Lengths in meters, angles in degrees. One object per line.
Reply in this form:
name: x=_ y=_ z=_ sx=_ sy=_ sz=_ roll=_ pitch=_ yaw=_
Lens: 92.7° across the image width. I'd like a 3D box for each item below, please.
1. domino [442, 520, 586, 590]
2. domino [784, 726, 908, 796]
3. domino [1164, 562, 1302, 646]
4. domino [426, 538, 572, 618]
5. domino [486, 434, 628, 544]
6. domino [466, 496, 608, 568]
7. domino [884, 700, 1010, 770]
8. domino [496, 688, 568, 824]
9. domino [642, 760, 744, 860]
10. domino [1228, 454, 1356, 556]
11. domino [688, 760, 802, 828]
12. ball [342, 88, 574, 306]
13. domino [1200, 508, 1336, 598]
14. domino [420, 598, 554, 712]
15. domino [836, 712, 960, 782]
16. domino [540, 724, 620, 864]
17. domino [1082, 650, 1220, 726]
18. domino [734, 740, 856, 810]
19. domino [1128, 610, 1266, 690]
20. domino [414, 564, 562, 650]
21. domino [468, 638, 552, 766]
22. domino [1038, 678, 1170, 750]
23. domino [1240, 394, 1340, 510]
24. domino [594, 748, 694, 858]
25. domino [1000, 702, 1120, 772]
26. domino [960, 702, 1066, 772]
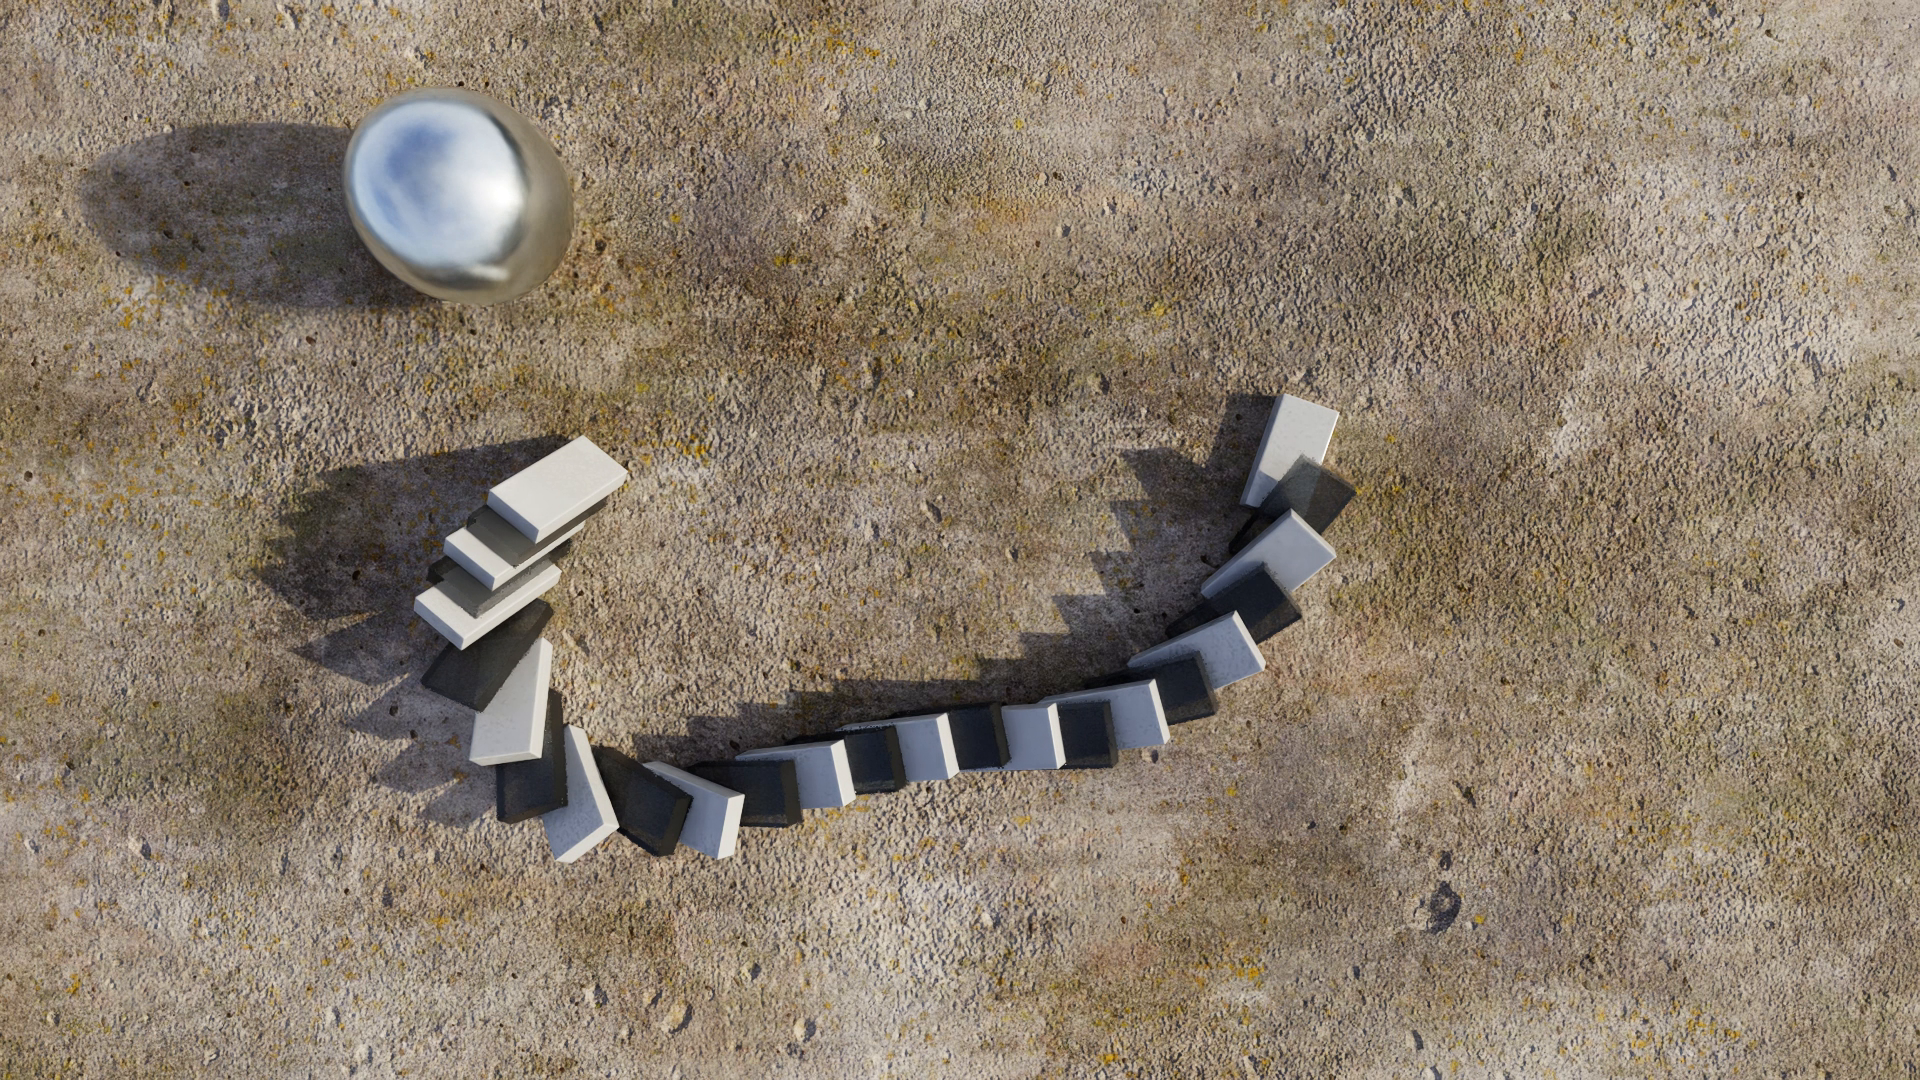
domino: x=-0.182 y=-0.003 z=0.378 sx=0.025 sy=0.050 sz=0.010 roll=39 pitch=131 yaw=0
domino: x=-0.048 y=0.094 z=0.385 sx=0.050 sy=0.010 sz=0.025 roll=-12 pitch=90 yaw=26
domino: x=0.114 y=0.034 z=0.385 sx=0.050 sy=0.010 sz=0.025 roll=-38 pitch=90 yaw=25
domino: x=-0.189 y=0.008 z=0.378 sx=0.025 sy=0.050 sz=0.009 roll=39 pitch=131 yaw=0
domino: x=-0.165 y=-0.022 z=0.378 sx=0.025 sy=0.050 sz=0.010 roll=39 pitch=131 yaw=0
domino: x=-0.173 y=-0.012 z=0.378 sx=0.025 sy=0.050 sz=0.009 roll=39 pitch=131 yaw=0
domino: x=-0.006 y=0.083 z=0.385 sx=0.050 sy=0.009 sz=0.025 roll=-12 pitch=90 yaw=26
domino: x=-0.180 y=0.090 z=0.383 sx=0.025 sy=0.009 sz=0.050 roll=-19 pitch=61 yaw=2
domino: x=-0.114 y=0.112 z=0.384 sx=0.050 sy=0.010 sz=0.025 roll=11 pitch=90 yaw=29
domino: x=0.139 y=-0.008 z=0.385 sx=0.025 sy=0.009 sz=0.050 roll=32 pitch=116 yaw=-1
domino: x=-0.091 y=0.106 z=0.384 sx=0.050 sy=0.010 sz=0.025 roll=-8 pitch=90 yaw=27
ball: x=-0.195 y=-0.133 z=0.360 sx=0.080 sy=0.080 sz=0.080 roll=0 pitch=90 yaw=0
domino: x=0.129 y=0.013 z=0.385 sx=0.025 sy=0.010 sz=0.050 roll=43 pitch=116 yaw=-2
domino: x=-0.196 y=0.044 z=0.382 sx=0.025 sy=0.009 sz=0.050 roll=23 pitch=58 yaw=3
domino: x=-0.027 y=0.088 z=0.385 sx=0.050 sy=0.010 sz=0.025 roll=-12 pitch=90 yaw=26
domino: x=-0.163 y=0.105 z=0.383 sx=0.025 sy=0.010 sz=0.050 roll=-37 pitch=59 yaw=2
domino: x=0.080 y=0.066 z=0.385 sx=0.050 sy=0.009 sz=0.025 roll=-19 pitch=90 yaw=27
domino: x=-0.070 y=0.100 z=0.385 sx=0.050 sy=0.010 sz=0.025 roll=-12 pitch=90 yaw=26
domino: x=0.099 y=0.052 z=0.384 sx=0.050 sy=0.009 sz=0.025 roll=-30 pitch=90 yaw=27
domino: x=-0.194 y=0.021 z=0.378 sx=0.025 sy=0.050 sz=0.009 roll=40 pitch=131 yaw=1
domino: x=-0.187 y=0.067 z=0.384 sx=0.025 sy=0.010 sz=0.050 roll=-8 pitch=61 yaw=0
domino: x=0.060 y=0.075 z=0.385 sx=0.050 sy=0.010 sz=0.025 roll=-15 pitch=90 yaw=27
domino: x=0.142 y=-0.035 z=0.395 sx=0.025 sy=0.010 sz=0.050 roll=19 pitch=90 yaw=0
domino: x=-0.137 y=0.109 z=0.384 sx=0.050 sy=0.010 sz=0.025 roll=20 pitch=90 yaw=28
domino: x=0.039 y=0.083 z=0.384 sx=0.050 sy=0.009 sz=0.025 roll=-9 pitch=91 yaw=27
domino: x=0.018 y=0.083 z=0.385 sx=0.050 sy=0.010 sz=0.025 roll=-9 pitch=91 yaw=26
